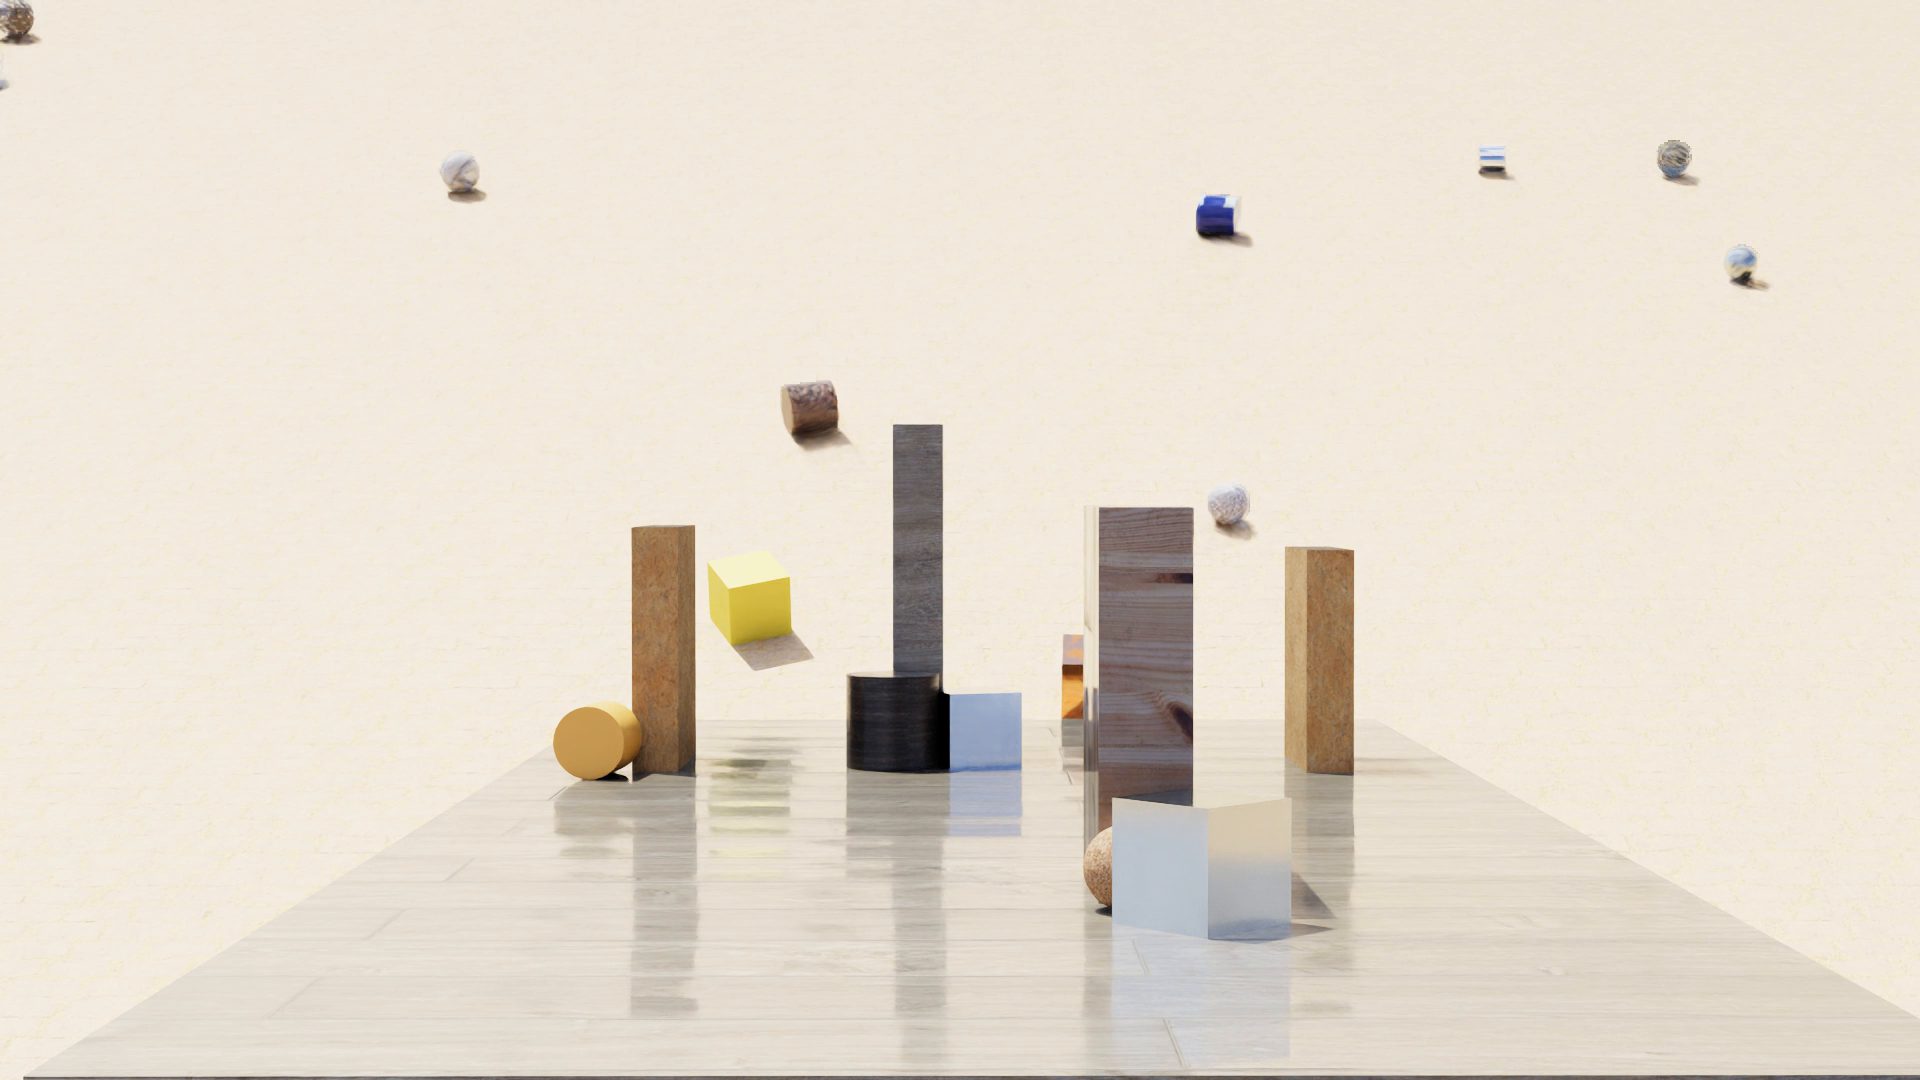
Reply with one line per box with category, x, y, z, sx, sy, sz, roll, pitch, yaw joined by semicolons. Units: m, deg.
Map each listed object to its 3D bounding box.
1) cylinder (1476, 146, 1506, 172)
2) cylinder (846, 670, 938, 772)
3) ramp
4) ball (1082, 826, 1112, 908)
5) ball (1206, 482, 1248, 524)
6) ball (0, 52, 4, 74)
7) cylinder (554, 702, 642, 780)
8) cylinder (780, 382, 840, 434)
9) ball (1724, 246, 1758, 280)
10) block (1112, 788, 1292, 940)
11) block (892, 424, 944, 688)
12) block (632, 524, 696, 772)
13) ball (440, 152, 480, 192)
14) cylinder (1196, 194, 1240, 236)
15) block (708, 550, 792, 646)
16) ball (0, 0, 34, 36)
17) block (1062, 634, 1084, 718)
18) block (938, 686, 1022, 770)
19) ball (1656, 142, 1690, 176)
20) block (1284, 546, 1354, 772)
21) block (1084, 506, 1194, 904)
cylinder;2.201;-1.577;10.696;0.106;0.106;0.106;1;27;2
cylinder;-0.143;0.381;5.461;0.196;0.196;0.196;0;1;0
ramp;0.061;0.547;4.583;2.000;0.100;4.000;0;1;0
ball;0.231;0.456;3.593;0.120;0.120;0.120;0;27;0
ball;0.806;-0.112;7.772;0.125;0.125;0.125;0;27;0
ball;-4.482;-2.194;11.831;0.190;0.190;0.190;0;27;0
cylinder;-0.742;0.409;5.291;0.148;0.148;0.148;4;2;7
cylinder;-0.488;-0.430;8.373;0.153;0.153;0.153;-7;28;-18
ball;2.900;-1.028;9.589;0.124;0.124;0.124;0;27;0
block;0.326;0.433;3.482;0.171;0.171;0.171;-1;2;-44
block;-0.091;0.110;5.761;0.108;0.727;0.414;0;1;0
block;-0.633;0.224;5.534;0.097;0.508;0.359;0;1;0
ball;-2.028;-1.494;10.474;0.161;0.161;0.161;0;27;0
cylinder;1.002;-1.263;10.034;0.146;0.146;0.146;7;28;14
block;-0.585;0.159;7.175;0.179;0.179;0.179;-11;29;-21
ball;-4.585;-2.537;12.517;0.184;0.184;0.184;0;27;0
block;0.350;0.360;6.795;0.162;0.162;0.162;1;27;3
block;0.032;0.400;5.497;0.158;0.158;0.158;0;1;-17
ball;2.947;-1.575;10.662;0.136;0.136;0.136;0;27;0
block;0.765;0.248;5.513;0.098;0.461;0.360;0;1;0
block;0.263;0.230;3.864;0.134;0.561;0.430;0;1;0
